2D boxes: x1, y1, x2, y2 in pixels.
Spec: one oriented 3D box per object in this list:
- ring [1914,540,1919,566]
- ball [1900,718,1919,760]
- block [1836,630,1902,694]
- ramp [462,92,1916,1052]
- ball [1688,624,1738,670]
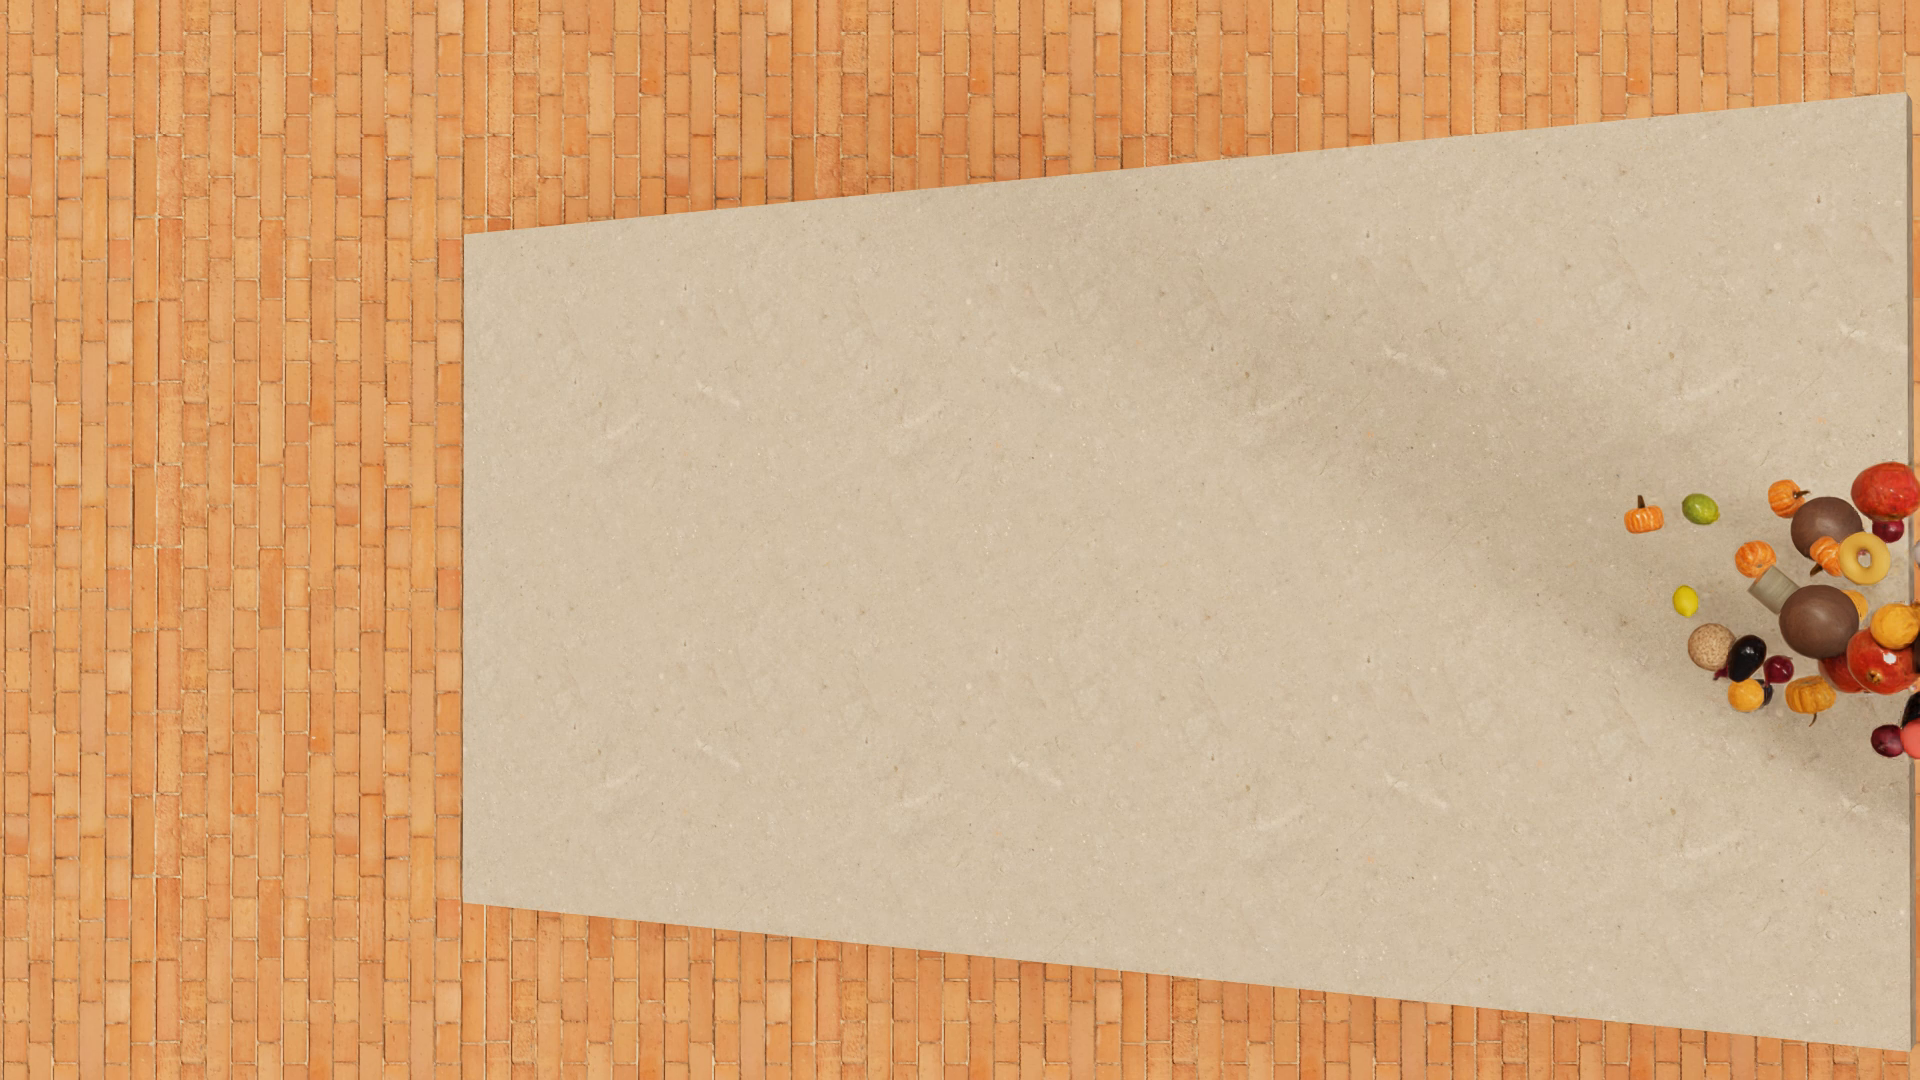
[{"bbox_3d":[1.483,0.018,3.278,0.112,0.112,0.037,-28,128,0],"label":"ring"},{"bbox_3d":[1.592,0.328,3.633,0.070,0.070,0.070,0,89,0],"label":"ball"},{"bbox_3d":[1.784,0.240,4.320,0.077,0.077,0.077,35,131,15],"label":"block"},{"bbox_3d":[0.270,0.075,5.626,4.000,0.100,2.000,0,89,30],"label":"ramp"},{"bbox_3d":[1.383,0.197,4.042,0.088,0.088,0.088,0,89,0],"label":"ball"}]
